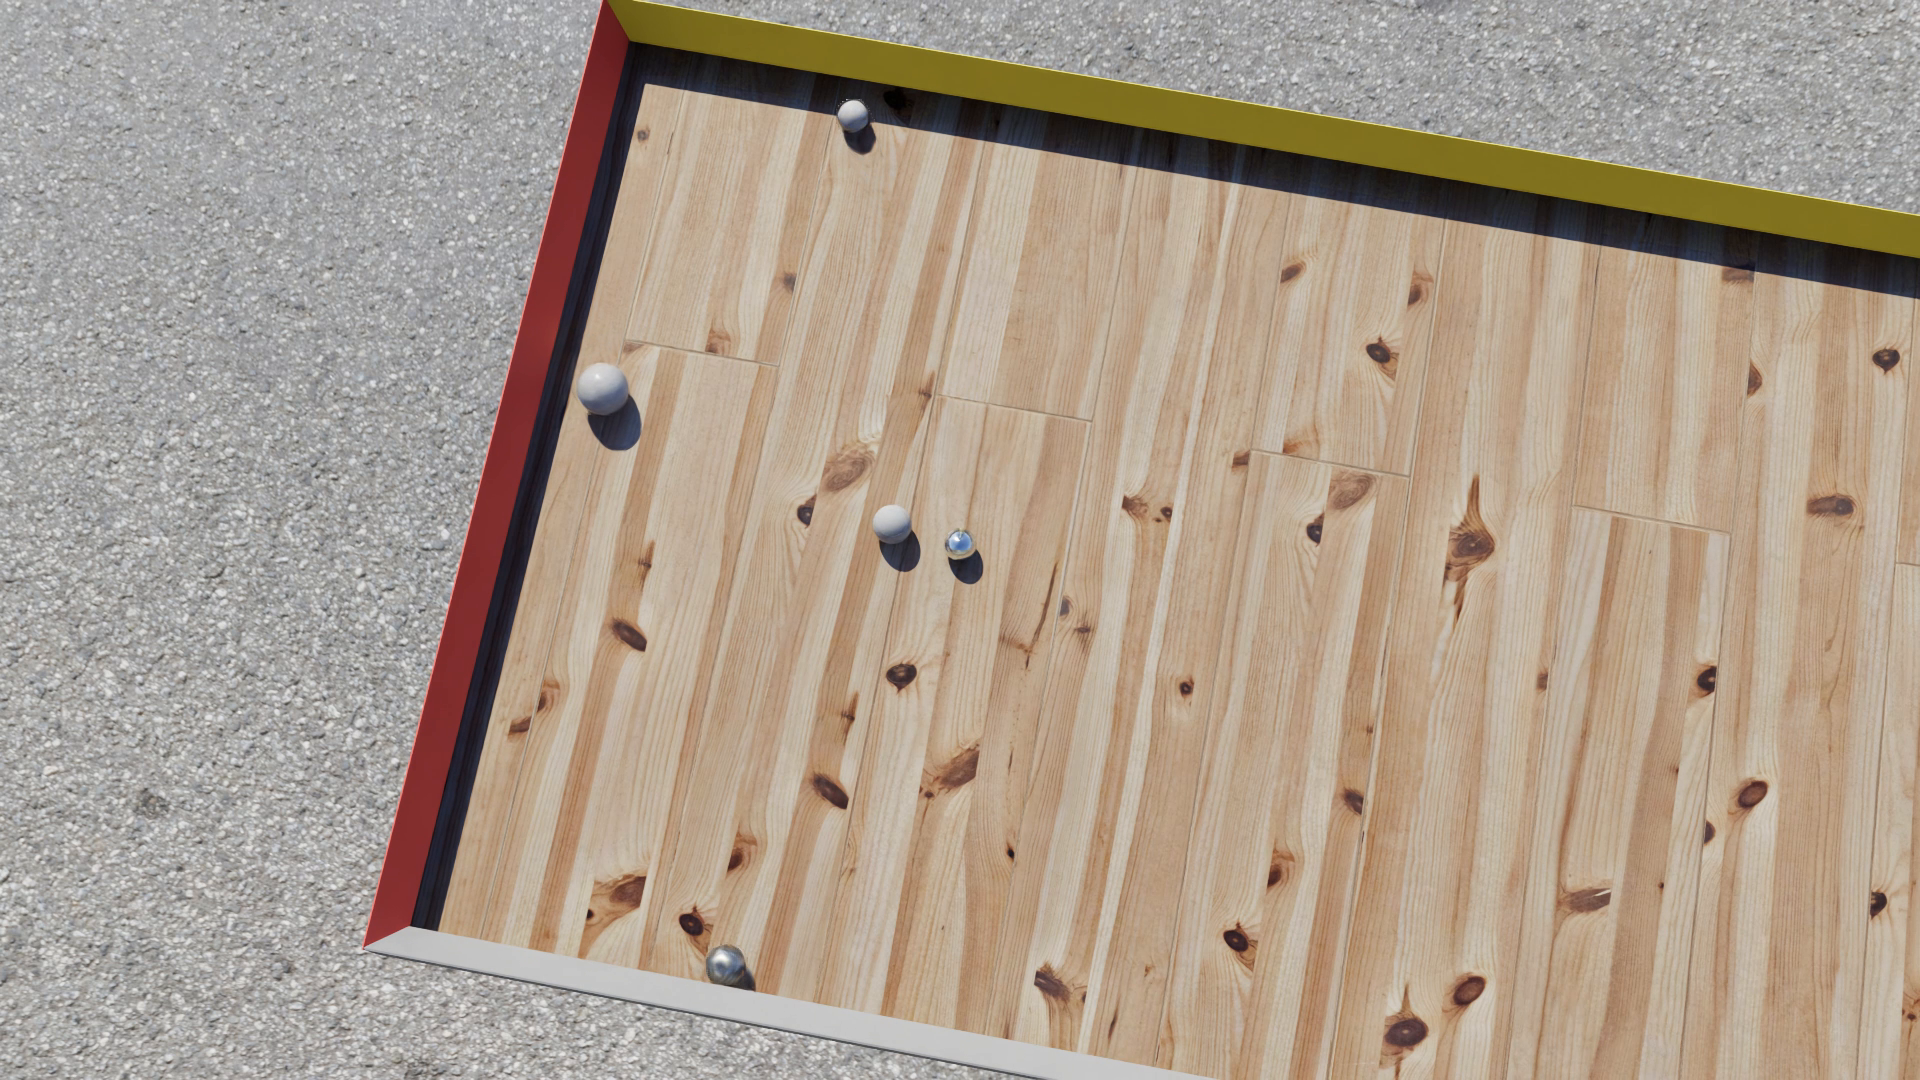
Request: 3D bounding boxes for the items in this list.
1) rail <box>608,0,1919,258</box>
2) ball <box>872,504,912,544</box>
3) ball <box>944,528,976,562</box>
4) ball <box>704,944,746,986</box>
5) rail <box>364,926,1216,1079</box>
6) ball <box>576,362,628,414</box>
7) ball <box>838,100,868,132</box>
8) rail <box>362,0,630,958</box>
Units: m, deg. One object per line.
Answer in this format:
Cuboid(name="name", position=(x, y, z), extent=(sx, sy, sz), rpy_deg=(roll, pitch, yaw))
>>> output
Cuboid(name="rail", position=(0.846, -0.584, 3.492), extent=(2.891, 0.105, 0.045), rpy_deg=(10, 75, 3))
Cuboid(name="ball", position=(-0.104, -0.024, 3.363), extent=(0.061, 0.061, 0.061), rpy_deg=(0, 75, 0))
Cuboid(name="ball", position=(0.000, 0.007, 3.360), extent=(0.051, 0.051, 0.051), rpy_deg=(0, 75, 0))
Cuboid(name="ball", position=(-0.340, 0.617, 3.189), extent=(0.060, 0.060, 0.060), rpy_deg=(0, 75, 0))
Cuboid(name="rail", position=(0.576, 0.825, 3.108), extent=(2.891, 0.105, 0.045), rpy_deg=(10, 75, 3))
Cuboid(name="ball", position=(-0.554, -0.234, 3.410), extent=(0.081, 0.081, 0.081), rpy_deg=(0, 75, 0))
Cuboid(name="ball", position=(-0.172, -0.684, 3.549), extent=(0.050, 0.050, 0.050), rpy_deg=(0, 75, 0))
Cuboid(name="rail", position=(-0.687, -0.129, 3.368), extent=(0.045, 0.105, 1.533), rpy_deg=(10, 75, 3))
